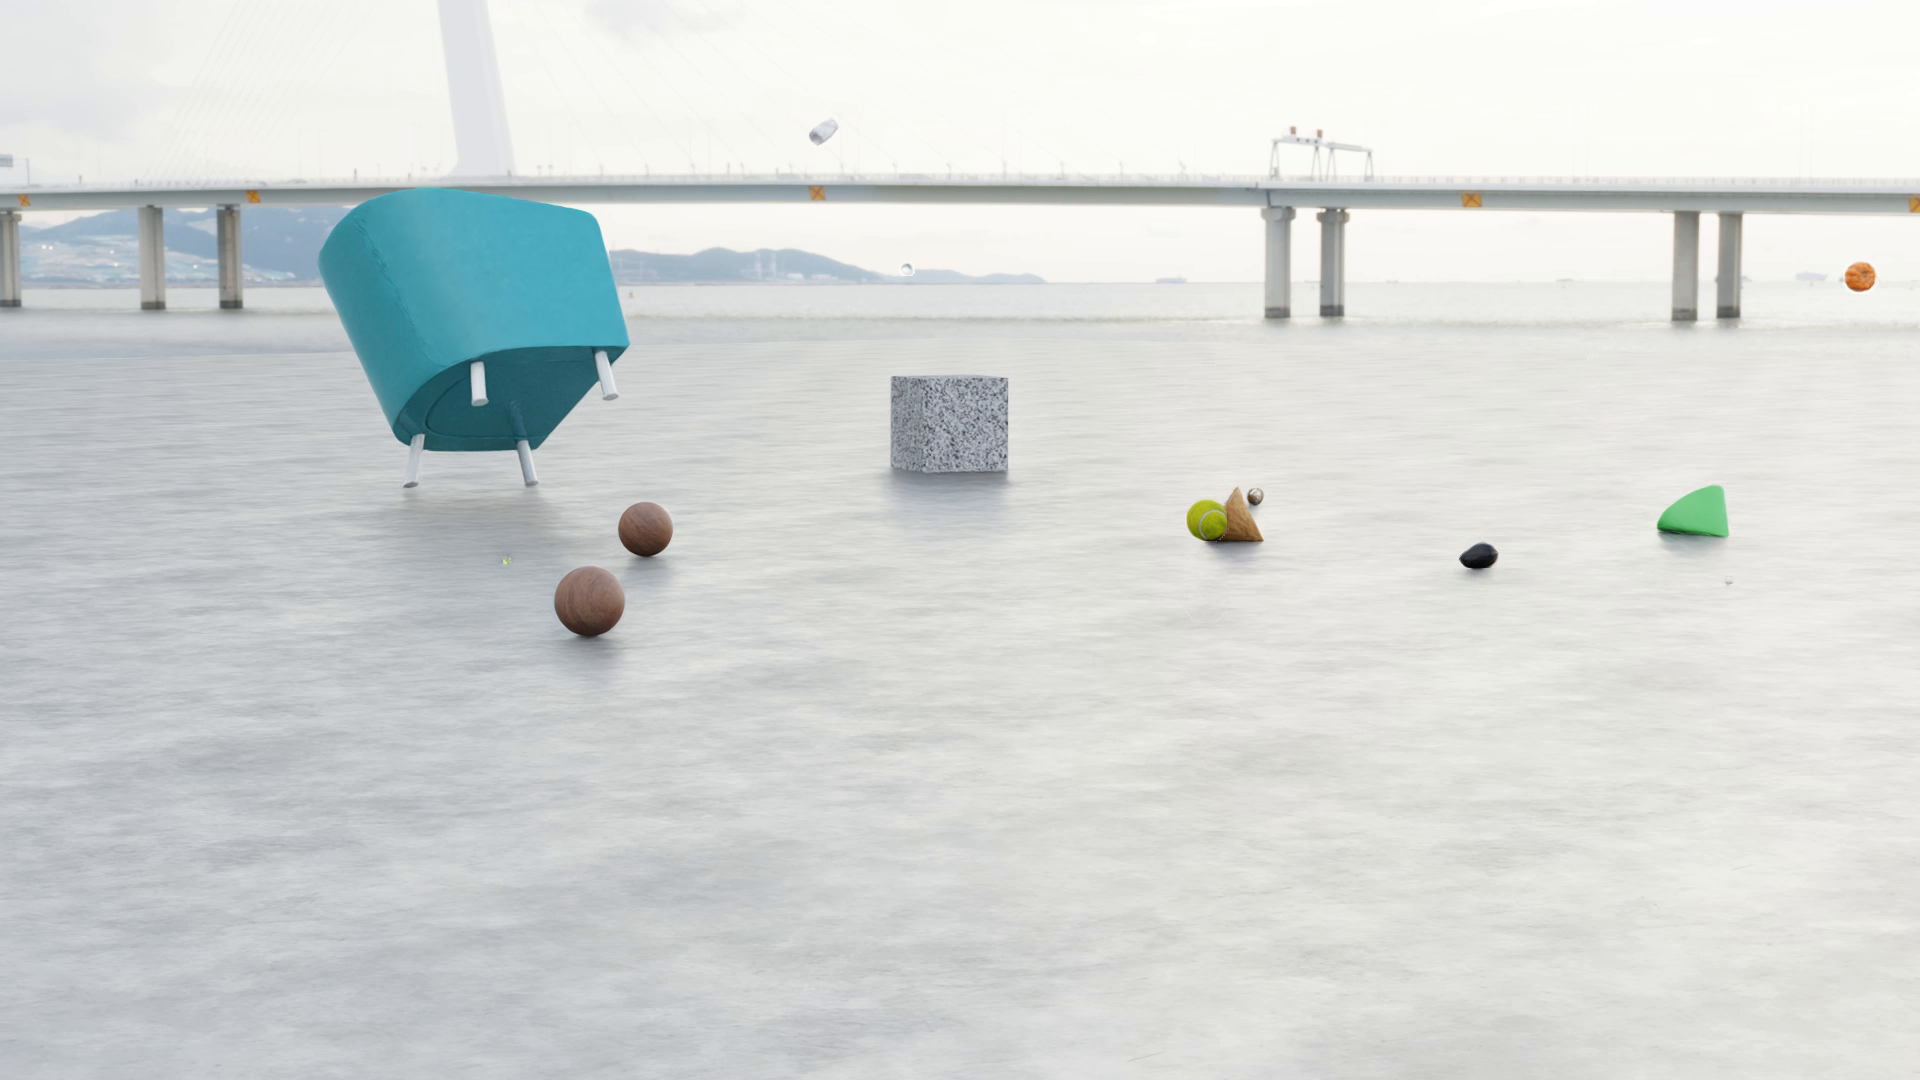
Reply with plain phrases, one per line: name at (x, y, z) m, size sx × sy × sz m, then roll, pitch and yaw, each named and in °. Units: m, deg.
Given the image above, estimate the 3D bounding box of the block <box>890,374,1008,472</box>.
block at (-0.037, -0.402, 8.784) m, size 0.311 × 0.314 × 0.310 m, roll -2°, pitch 6°, yaw -22°

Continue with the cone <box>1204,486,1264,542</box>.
cone at (0.703, -0.032, 6.383) m, size 0.130 × 0.163 × 0.149 m, roll 32°, pitch -16°, yaw 2°

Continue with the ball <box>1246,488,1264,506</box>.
ball at (0.850, -0.126, 7.386) m, size 0.052 × 0.052 × 0.052 m, roll 0°, pitch 6°, yaw 0°

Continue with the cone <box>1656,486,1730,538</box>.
cone at (1.911, -0.043, 6.536) m, size 0.205 × 0.094 × 0.173 m, roll -28°, pitch 33°, yaw -6°
